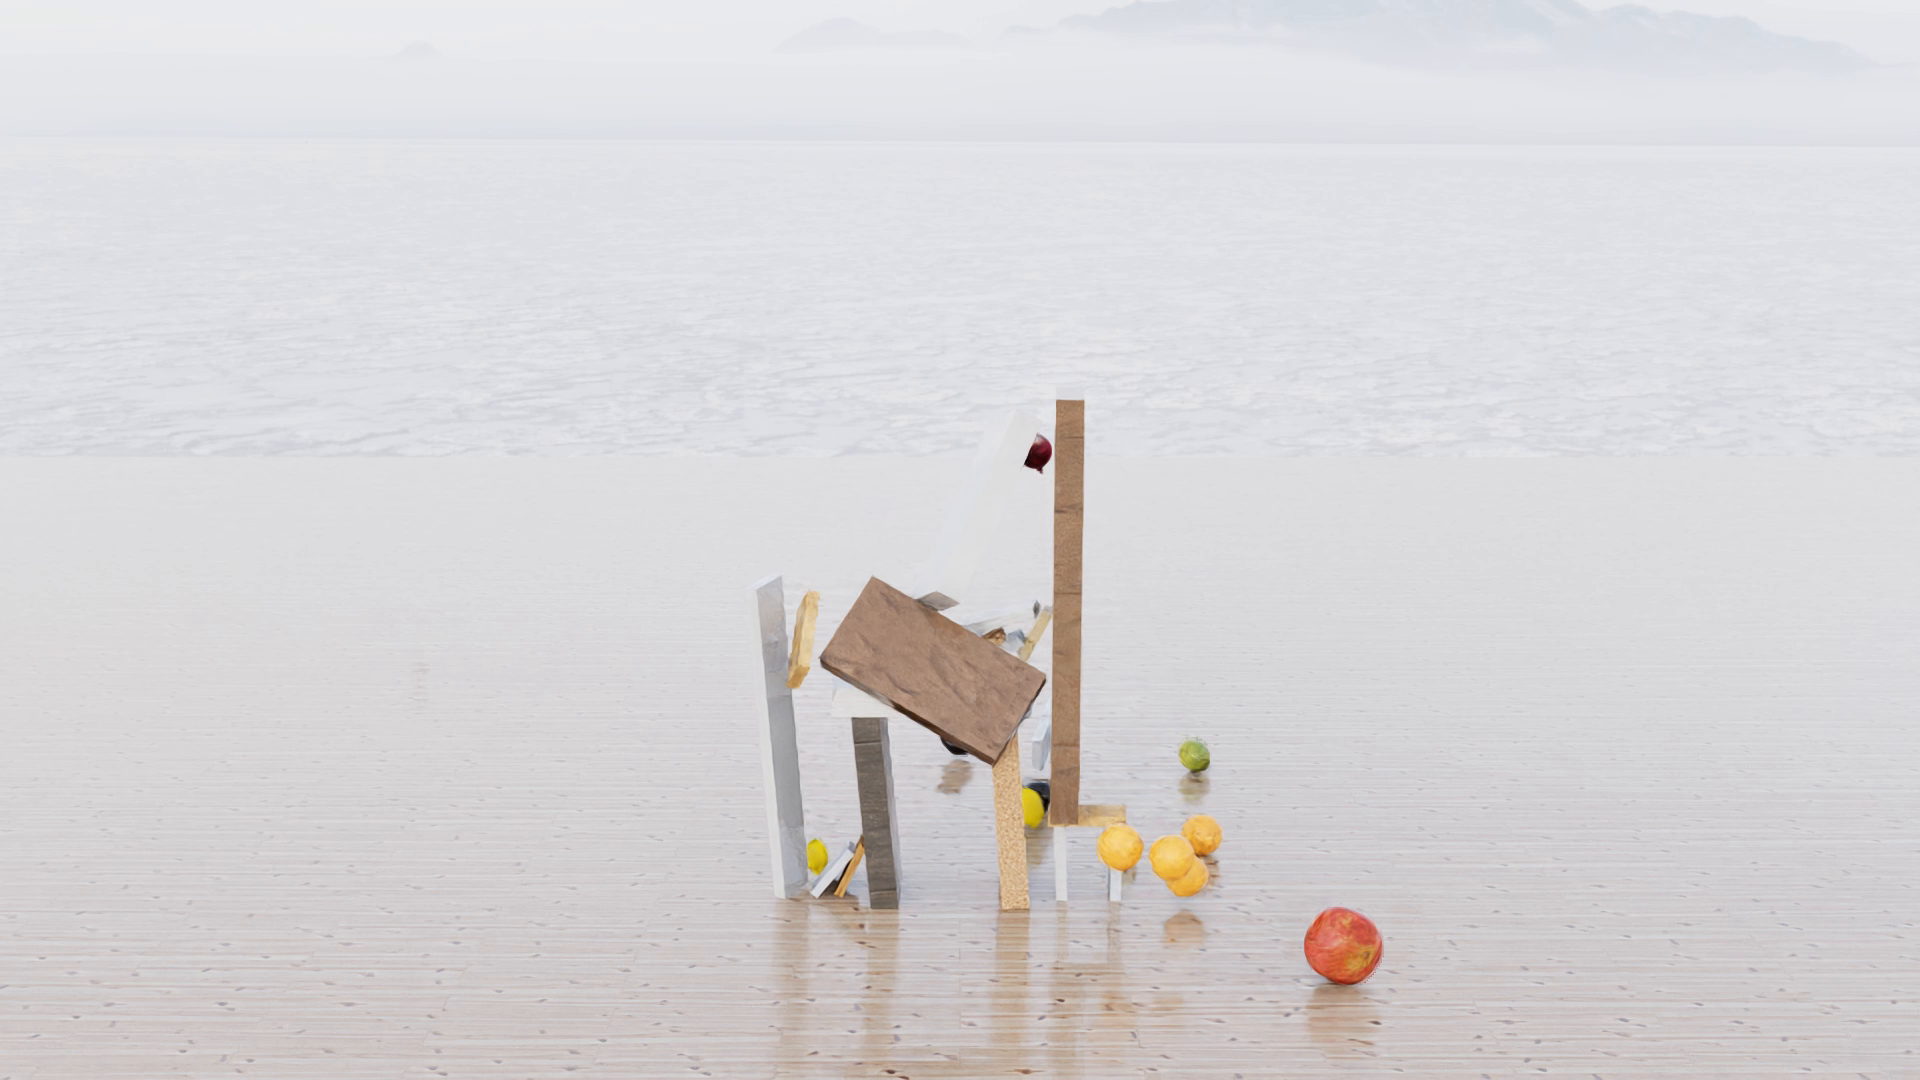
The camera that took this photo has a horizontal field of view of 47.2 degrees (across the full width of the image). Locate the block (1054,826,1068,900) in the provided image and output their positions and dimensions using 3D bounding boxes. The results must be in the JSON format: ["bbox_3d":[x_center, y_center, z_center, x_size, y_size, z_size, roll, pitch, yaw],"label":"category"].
[{"bbox_3d":[0.168,0.527,3.655,0.018,0.128,0.064,-2,10,4],"label":"block"}]

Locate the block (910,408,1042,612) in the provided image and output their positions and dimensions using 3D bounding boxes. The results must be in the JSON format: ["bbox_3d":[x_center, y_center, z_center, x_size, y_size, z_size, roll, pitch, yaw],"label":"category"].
[{"bbox_3d":[0.024,-0.044,3.535,0.046,0.325,0.162,27,-14,-12],"label":"block"}]

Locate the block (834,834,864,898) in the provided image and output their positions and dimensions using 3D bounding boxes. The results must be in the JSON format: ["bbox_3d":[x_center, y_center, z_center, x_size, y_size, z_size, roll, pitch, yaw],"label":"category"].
[{"bbox_3d":[-0.180,0.543,3.664,0.014,0.098,0.049,26,10,-4],"label":"block"}]

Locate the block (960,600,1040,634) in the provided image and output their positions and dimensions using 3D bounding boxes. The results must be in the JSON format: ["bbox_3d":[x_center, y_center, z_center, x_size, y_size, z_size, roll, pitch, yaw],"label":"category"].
[{"bbox_3d":[0.065,0.128,3.585,0.126,0.018,0.063,-15,9,13],"label":"block"}]

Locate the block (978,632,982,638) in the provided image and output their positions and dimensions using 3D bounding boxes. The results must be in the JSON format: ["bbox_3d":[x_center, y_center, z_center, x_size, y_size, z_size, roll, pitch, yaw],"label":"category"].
[{"bbox_3d":[-0.026,0.184,3.614,0.129,0.018,0.064,-28,7,9],"label":"block"}]

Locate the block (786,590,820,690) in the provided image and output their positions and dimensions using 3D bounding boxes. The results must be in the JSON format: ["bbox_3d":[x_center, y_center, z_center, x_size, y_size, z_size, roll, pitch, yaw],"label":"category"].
[{"bbox_3d":[-0.249,0.158,3.500,0.020,0.143,0.072,14,-36,-12],"label":"block"}]

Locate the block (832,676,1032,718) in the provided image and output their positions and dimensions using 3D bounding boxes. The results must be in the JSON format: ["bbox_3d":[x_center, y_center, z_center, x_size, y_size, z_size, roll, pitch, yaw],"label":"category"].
[{"bbox_3d":[-0.045,0.248,3.610,0.321,0.046,0.161,0,10,1],"label":"block"}]

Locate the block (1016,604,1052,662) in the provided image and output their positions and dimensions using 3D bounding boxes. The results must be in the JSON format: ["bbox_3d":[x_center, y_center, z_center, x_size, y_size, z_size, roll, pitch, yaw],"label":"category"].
[{"bbox_3d":[0.113,0.168,3.589,0.018,0.126,0.063,29,11,-1],"label":"block"}]

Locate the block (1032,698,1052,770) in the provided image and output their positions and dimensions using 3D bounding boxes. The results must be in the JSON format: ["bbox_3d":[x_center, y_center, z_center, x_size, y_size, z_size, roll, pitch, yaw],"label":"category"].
[{"bbox_3d":[0.170,0.383,4.356,0.020,0.072,0.143,8,34,14],"label":"block"}]

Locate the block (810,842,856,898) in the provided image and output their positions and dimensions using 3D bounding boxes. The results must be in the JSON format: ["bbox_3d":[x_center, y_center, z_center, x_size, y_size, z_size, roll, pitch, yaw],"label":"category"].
[{"bbox_3d":[-0.211,0.548,3.663,0.014,0.098,0.049,39,9,-6],"label":"block"}]

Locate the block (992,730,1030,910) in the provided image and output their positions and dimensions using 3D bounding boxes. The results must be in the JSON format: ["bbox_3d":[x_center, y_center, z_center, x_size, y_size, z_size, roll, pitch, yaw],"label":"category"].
[{"bbox_3d":[0.080,0.430,3.643,0.046,0.321,0.161,-4,10,1],"label":"block"}]

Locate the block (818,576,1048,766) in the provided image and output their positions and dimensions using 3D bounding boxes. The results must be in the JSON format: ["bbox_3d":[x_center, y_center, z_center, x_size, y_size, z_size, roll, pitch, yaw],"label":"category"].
[{"bbox_3d":[-0.043,0.208,3.508,0.325,0.162,0.046,29,-18,10],"label":"block"}]

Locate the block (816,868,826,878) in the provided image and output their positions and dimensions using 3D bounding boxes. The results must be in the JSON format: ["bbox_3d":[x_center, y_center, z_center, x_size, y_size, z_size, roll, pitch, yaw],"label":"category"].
[{"bbox_3d":[-0.196,0.542,3.727,0.098,0.014,0.049,-38,0,16],"label":"block"}]

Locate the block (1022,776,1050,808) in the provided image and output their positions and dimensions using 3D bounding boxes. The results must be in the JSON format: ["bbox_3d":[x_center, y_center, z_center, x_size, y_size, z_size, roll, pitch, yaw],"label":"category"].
[{"bbox_3d":[0.138,0.482,4.202,0.064,0.018,0.129,3,11,16],"label":"block"}]

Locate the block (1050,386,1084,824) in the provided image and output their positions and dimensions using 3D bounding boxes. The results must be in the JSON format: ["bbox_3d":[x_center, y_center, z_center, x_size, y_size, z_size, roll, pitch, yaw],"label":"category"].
[{"bbox_3d":[0.175,0.105,3.578,0.046,0.693,0.162,1,11,3],"label":"block"}]

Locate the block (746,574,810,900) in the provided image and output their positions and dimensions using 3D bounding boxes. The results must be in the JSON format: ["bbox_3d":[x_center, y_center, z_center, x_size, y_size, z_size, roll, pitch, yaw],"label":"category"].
[{"bbox_3d":[-0.296,0.325,3.591,0.020,0.545,0.072,7,21,29],"label":"block"}]

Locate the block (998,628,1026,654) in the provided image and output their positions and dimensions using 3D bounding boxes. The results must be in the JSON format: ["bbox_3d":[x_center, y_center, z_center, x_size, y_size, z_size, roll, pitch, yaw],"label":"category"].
[{"bbox_3d":[0.046,0.188,3.593,0.126,0.018,0.063,-29,7,9],"label":"block"}]

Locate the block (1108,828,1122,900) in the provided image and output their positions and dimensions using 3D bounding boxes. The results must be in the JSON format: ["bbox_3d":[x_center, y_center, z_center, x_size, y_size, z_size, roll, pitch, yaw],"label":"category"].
[{"bbox_3d":[0.257,0.528,3.655,0.018,0.128,0.064,0,11,0],"label":"block"}]

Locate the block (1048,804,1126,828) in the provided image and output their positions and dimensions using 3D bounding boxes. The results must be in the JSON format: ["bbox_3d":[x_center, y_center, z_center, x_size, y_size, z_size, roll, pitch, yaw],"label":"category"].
[{"bbox_3d":[0.211,0.456,3.638,0.128,0.018,0.064,1,11,4],"label":"block"}]

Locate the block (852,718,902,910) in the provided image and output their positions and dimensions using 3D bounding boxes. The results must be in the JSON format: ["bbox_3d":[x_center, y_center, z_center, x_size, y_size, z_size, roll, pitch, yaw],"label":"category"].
[{"bbox_3d":[-0.136,0.430,3.644,0.046,0.321,0.161,-5,10,2],"label":"block"}]

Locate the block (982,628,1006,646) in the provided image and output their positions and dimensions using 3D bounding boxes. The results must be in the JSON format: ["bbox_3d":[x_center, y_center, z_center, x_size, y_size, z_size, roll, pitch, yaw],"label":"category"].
[{"bbox_3d":[0.014,0.185,3.598,0.129,0.018,0.064,-29,7,9],"label":"block"}]
